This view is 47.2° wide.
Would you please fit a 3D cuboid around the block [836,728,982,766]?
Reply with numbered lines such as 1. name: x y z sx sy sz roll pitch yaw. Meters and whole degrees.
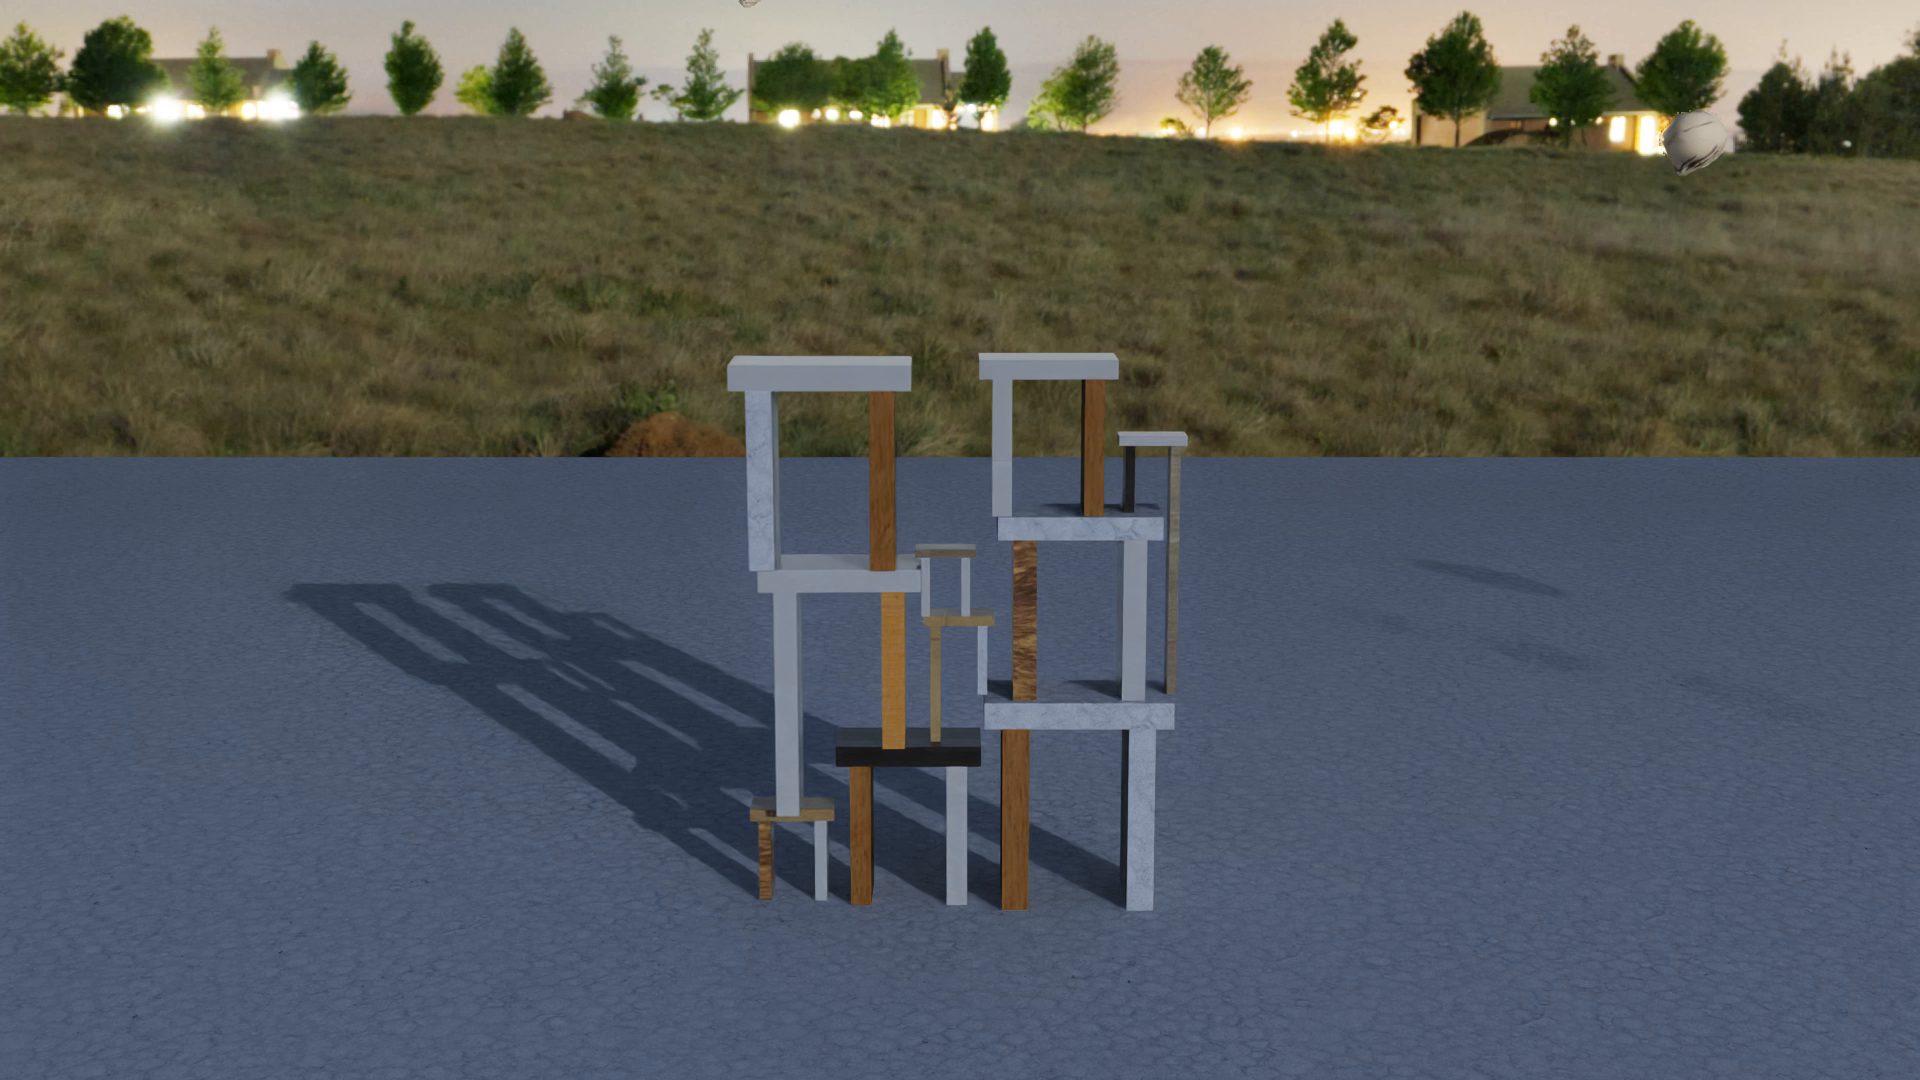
1. block: -0.084 0.341 3.626 0.236 0.033 0.118 0 11 0

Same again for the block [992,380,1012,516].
1. block: 0.067 -0.154 3.528 0.031 0.219 0.109 0 11 0

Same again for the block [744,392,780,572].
1. block: -0.316 -0.105 3.529 0.041 0.286 0.143 0 11 -1

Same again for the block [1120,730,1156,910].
1. block: 0.293 0.441 3.637 0.043 0.305 0.153 0 11 0

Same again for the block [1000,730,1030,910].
1. block: 0.090 0.441 3.637 0.043 0.305 0.153 0 11 0

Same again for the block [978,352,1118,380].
1. block: 0.140 -0.277 3.505 0.219 0.031 0.109 0 11 0

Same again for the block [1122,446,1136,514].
1. block: 0.272 -0.102 3.545 0.015 0.109 0.054 0 11 0

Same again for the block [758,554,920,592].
1. block: -0.193 0.054 3.563 0.259 0.037 0.130 0 11 -1

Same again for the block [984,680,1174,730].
1. block: 0.192 0.270 3.605 0.305 0.043 0.153 0 11 0

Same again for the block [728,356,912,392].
1. block: -0.221 -0.266 3.501 0.286 0.041 0.143 0 11 -1

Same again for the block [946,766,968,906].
1. block: -0.005 0.473 3.651 0.033 0.236 0.118 0 11 0

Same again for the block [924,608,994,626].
1. block: -0.002 0.126 3.587 0.114 0.016 0.057 0 11 0

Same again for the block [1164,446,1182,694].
1. block: 0.345 0.046 3.572 0.015 0.409 0.054 0 11 0

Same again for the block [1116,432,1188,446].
1. block: 0.309 -0.163 3.534 0.109 0.015 0.054 0 11 0

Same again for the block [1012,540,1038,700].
1. block: 0.104 0.118 3.583 0.037 0.263 0.131 0 11 0

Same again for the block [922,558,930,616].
1. block: -0.056 0.072 3.572 0.014 0.097 0.049 0 11 0

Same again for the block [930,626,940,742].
1. block: -0.040 0.230 3.606 0.016 0.193 0.057 0 11 0

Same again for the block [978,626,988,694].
1. block: 0.036 0.191 3.599 0.016 0.114 0.057 0 10 0

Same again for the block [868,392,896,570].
1. block: -0.124 -0.105 3.533 0.041 0.286 0.143 0 11 -1

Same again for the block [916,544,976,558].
1. block: -0.023 0.017 3.562 0.097 0.014 0.049 0 11 0

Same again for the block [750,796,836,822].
1. block: -0.276 0.445 3.640 0.138 0.020 0.069 0 11 -1

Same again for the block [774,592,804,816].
1. block: -0.280 0.254 3.598 0.037 0.371 0.130 0 11 -1

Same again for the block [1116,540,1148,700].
1. block: 0.279 0.118 3.583 0.037 0.263 0.131 0 11 0

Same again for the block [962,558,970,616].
1. block: 0.009 0.072 3.572 0.014 0.097 0.049 0 11 0

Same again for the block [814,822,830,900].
1. block: -0.230 0.522 3.659 0.020 0.138 0.069 0 11 0

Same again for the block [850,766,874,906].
1. block: -0.162 0.473 3.651 0.033 0.236 0.118 0 11 0

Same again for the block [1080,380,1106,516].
1. block: 0.213 -0.154 3.528 0.031 0.219 0.109 0 11 0

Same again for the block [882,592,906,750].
1. block: -0.107 0.199 3.593 0.037 0.259 0.130 0 11 0

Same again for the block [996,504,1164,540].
1. block: 0.192 -0.029 3.555 0.263 0.037 0.131 0 11 0

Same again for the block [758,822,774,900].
1. block: -0.321 0.522 3.658 0.020 0.138 0.069 0 11 0
